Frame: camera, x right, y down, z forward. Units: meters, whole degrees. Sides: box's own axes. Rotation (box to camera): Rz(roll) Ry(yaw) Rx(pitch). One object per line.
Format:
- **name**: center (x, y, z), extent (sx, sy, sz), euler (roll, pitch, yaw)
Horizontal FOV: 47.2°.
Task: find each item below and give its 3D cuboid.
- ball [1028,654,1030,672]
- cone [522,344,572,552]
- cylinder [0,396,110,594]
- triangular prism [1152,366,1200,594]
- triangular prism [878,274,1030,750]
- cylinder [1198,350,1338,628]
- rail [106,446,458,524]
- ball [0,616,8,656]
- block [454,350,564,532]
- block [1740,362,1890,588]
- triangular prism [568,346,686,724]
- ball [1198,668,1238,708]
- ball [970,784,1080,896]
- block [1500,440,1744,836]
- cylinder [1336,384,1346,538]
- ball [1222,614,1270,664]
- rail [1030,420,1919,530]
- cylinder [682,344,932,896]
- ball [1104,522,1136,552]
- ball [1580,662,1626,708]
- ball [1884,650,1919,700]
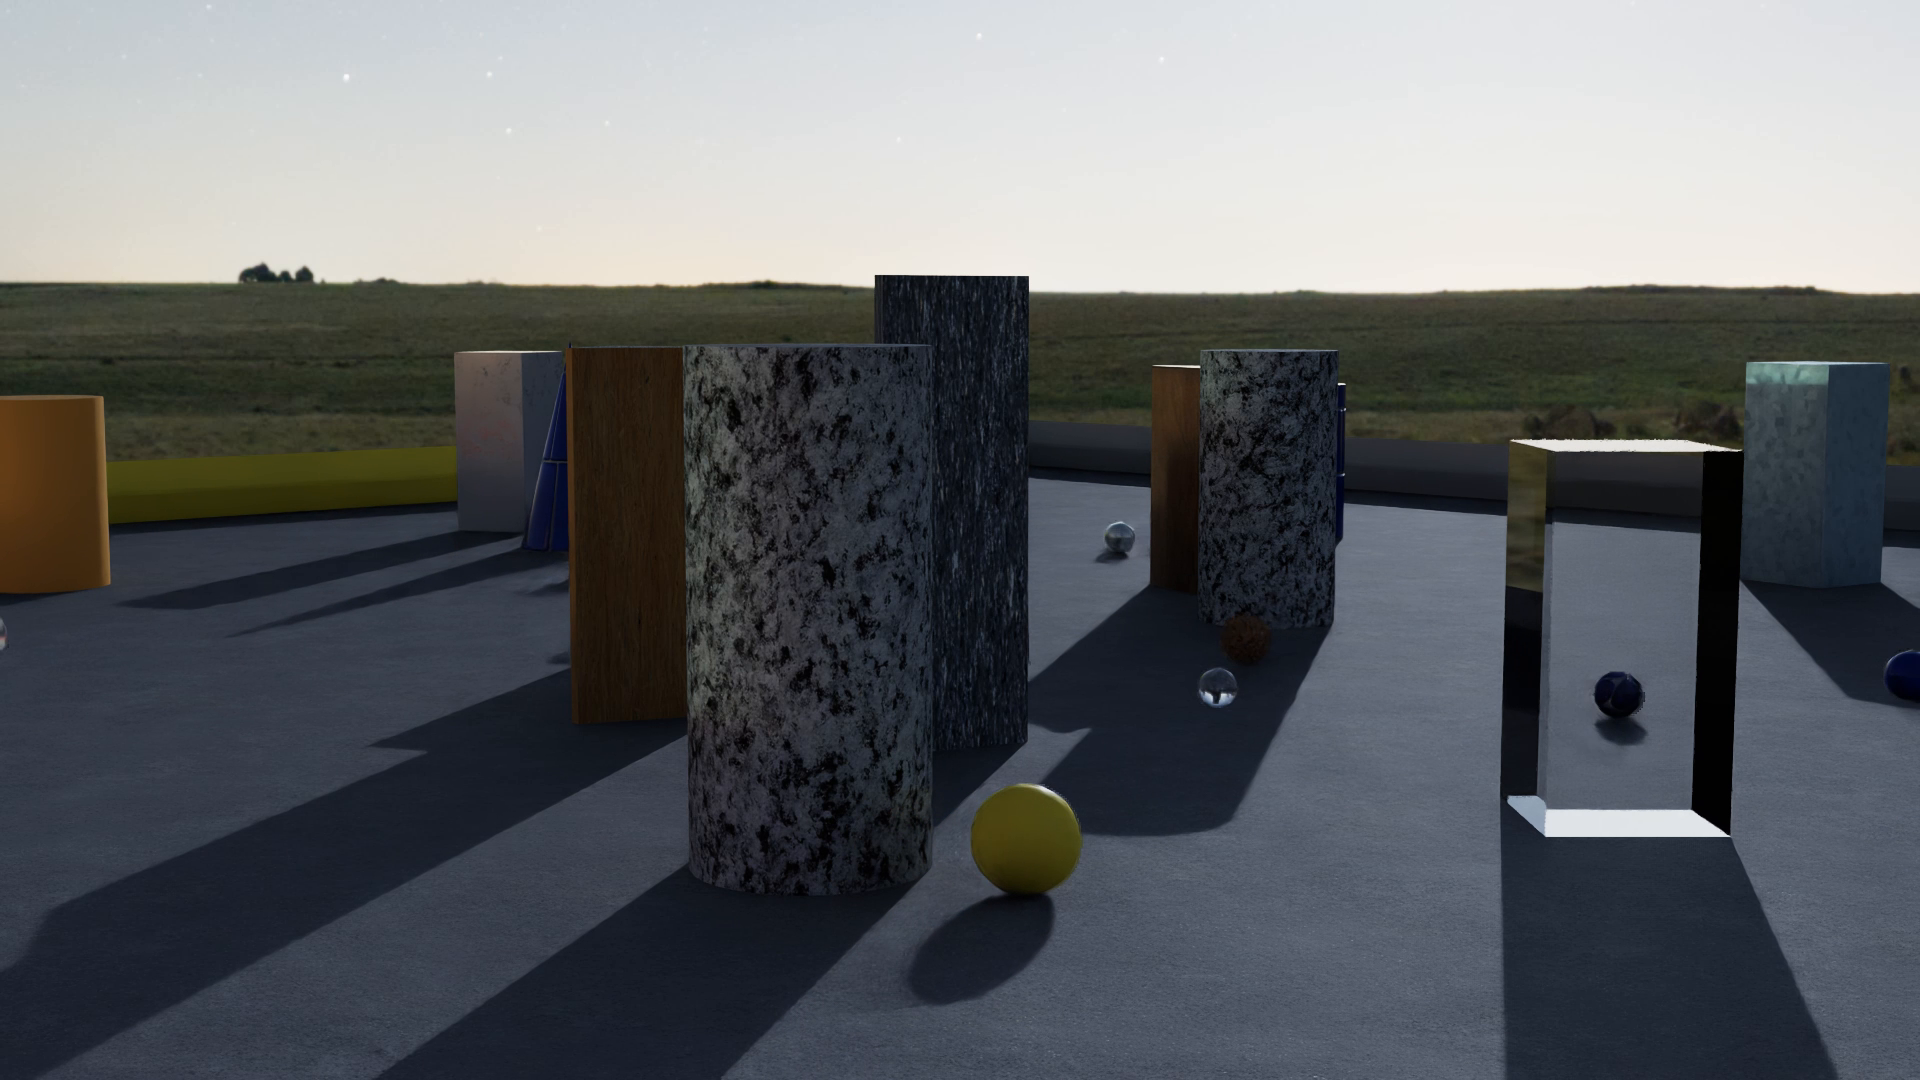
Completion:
- **ball**: center (0.043, 0.142, 2.545), extent (0.076, 0.076, 0.076), euler (0, 6, 0)
- **cone**: center (-0.727, -0.179, 4.119), extent (0.196, 0.388, 0.196), euler (0, 6, 0)
- **cylinder**: center (-1.481, -0.078, 3.548), extent (0.196, 0.305, 0.196), euler (0, 6, 0)
- **triangular prism**: center (0.371, -0.101, 3.529), extent (0.147, 0.355, 0.170), euler (5, 8, 38)
- **triangular prism**: center (-0.038, -0.033, 2.283), extent (0.170, 0.479, 0.147), euler (-3, 7, -27)
- **cylinder**: center (0.442, -0.078, 3.159), extent (0.196, 0.387, 0.196), euler (0, 6, 0)
- **rail**: center (-1.431, -0.128, 4.874), extent (4.385, 0.127, 0.045), euler (-5, 8, -42)
- **ball**: center (-1.220, 0.118, 2.702), extent (0.091, 0.091, 0.091), euler (0, 6, 0)
- **block**: center (-0.916, -0.203, 4.486), extent (0.157, 0.360, 0.157), euler (2, 6, 20)
- **block**: center (1.403, -0.111, 3.613), extent (0.157, 0.358, 0.157), euler (-4, 7, -32)
- **triangular prism**: center (-0.363, -0.013, 2.452), extent (0.170, 0.404, 0.147), euler (-2, 6, -21)
- **ball**: center (0.290, 0.166, 2.468), extent (0.045, 0.045, 0.045), euler (0, 6, 0)
- **ball**: center (0.050, 0.229, 1.680), extent (0.084, 0.084, 0.084), euler (0, 6, 0)
- **block**: center (0.575, 0.081, 1.926), extent (0.157, 0.327, 0.157), euler (0, 6, 0)
- **cylinder**: center (0.659, -0.157, 4.334), extent (0.196, 0.300, 0.196), euler (0, 6, 0)
- **ball**: center (0.362, 0.125, 2.779), extent (0.062, 0.062, 0.062), euler (0, 6, 0)
- **rail**: center (1.594, -0.120, 4.795), extent (0.045, 0.127, 4.268), euler (-5, 8, -42)
- **cylinder**: center (-0.120, 0.054, 1.753), extent (0.196, 0.417, 0.196), euler (0, 6, 0)
- **ball**: center (0.294, -0.005, 4.050), extent (0.056, 0.056, 0.056), euler (0, 6, 0)
- **ball**: center (0.721, 0.163, 2.467), extent (0.051, 0.051, 0.051), euler (0, 6, 0)
- **ball**: center (1.087, 0.155, 2.513), extent (0.057, 0.057, 0.057), euler (0, 6, 0)
